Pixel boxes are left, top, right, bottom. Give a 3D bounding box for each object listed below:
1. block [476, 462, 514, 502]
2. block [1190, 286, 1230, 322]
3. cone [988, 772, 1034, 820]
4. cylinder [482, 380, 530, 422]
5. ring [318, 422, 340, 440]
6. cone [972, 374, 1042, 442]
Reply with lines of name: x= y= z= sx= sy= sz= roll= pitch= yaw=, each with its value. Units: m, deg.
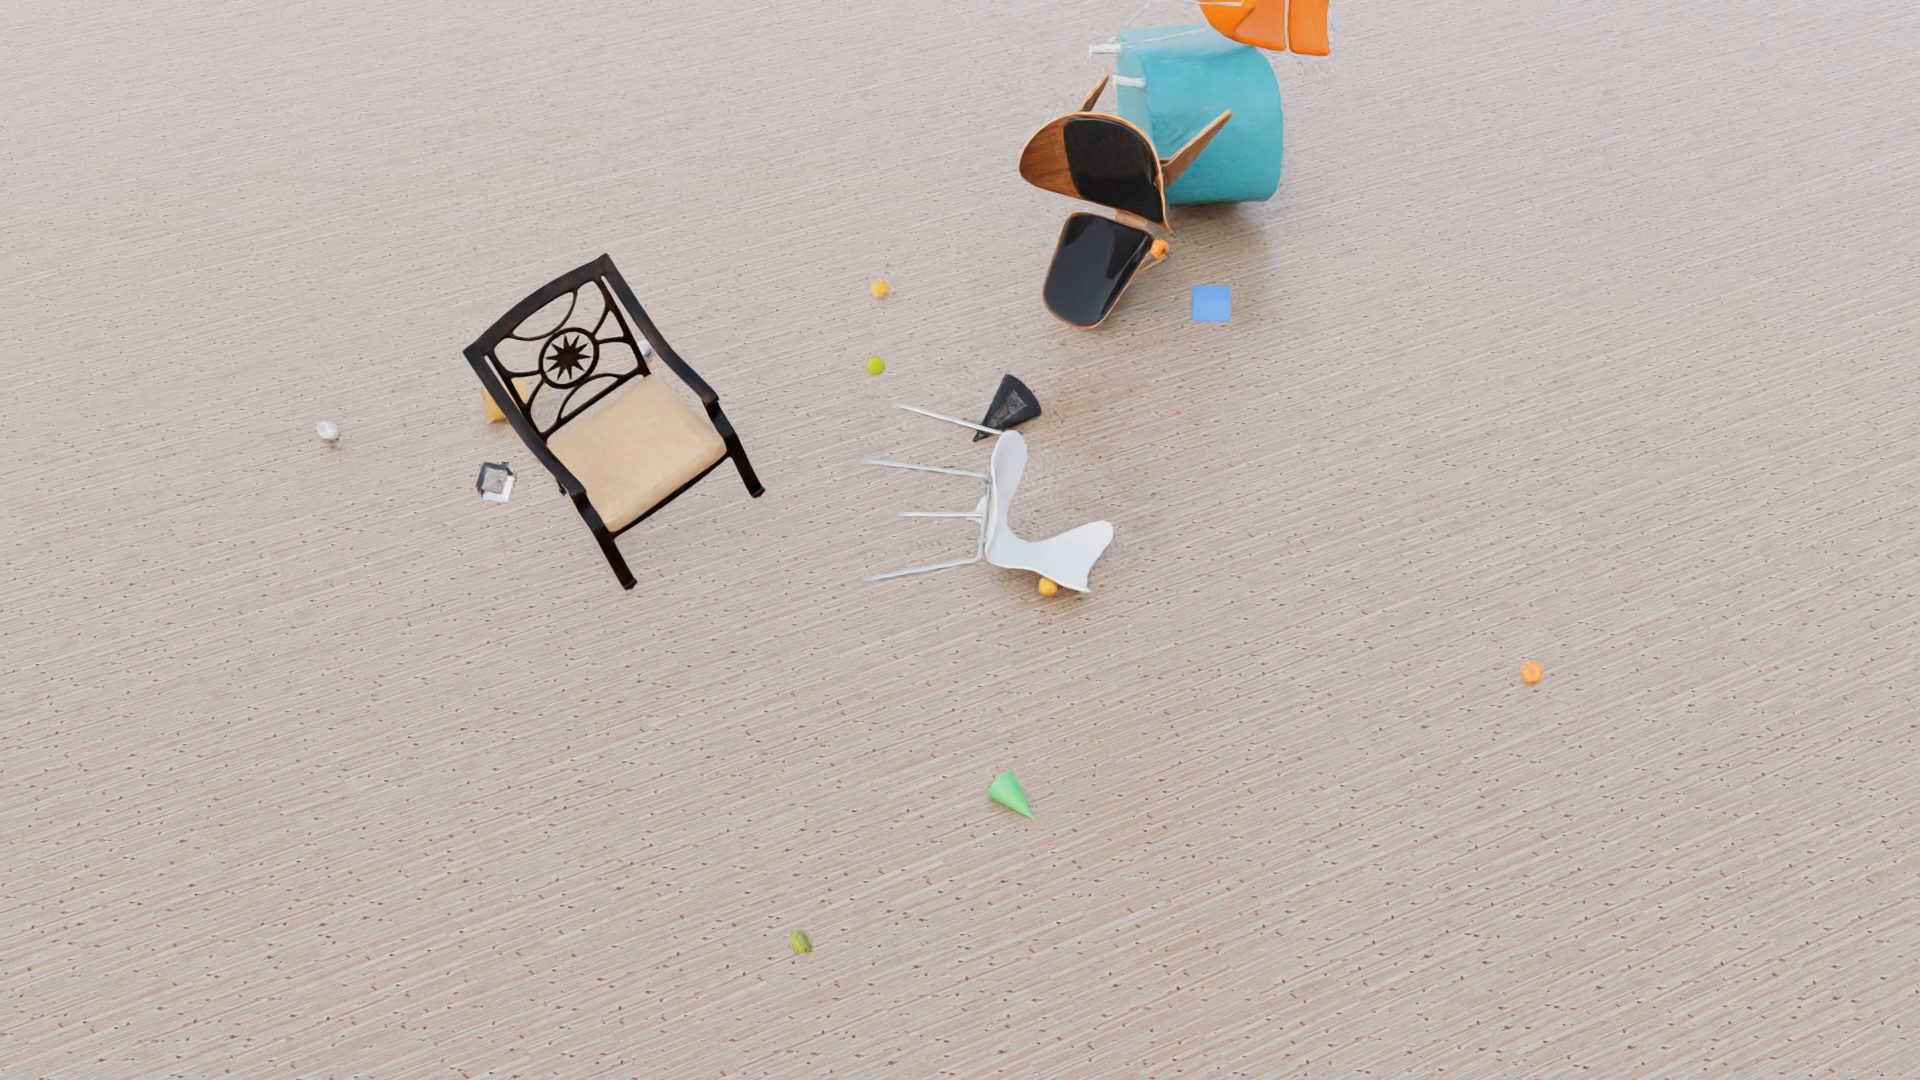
block: x=-1.767 y=-0.219 z=11.146 sx=0.097 sy=0.101 sz=0.110 roll=9 pitch=66 yaw=13
block: x=1.056 y=-0.995 z=12.359 sx=0.157 sy=0.105 sz=0.123 roll=0 pitch=33 yaw=1
cone: x=0.190 y=0.859 z=9.594 sx=0.181 sy=0.112 sz=0.098 roll=45 pitch=10 yaw=27
cylinder: x=-1.808 y=-0.555 z=11.660 sx=0.161 sy=0.138 sz=0.151 roll=-11 pitch=52 yaw=-16
ring: x=-2.482 y=-0.428 z=11.529 sx=0.048 sy=0.068 sz=0.133 roll=-9 pitch=16 yaw=-36
cone: x=0.149 y=-0.480 z=11.593 sx=0.317 sy=0.217 sz=0.129 roll=-44 pitch=7 yaw=-26
